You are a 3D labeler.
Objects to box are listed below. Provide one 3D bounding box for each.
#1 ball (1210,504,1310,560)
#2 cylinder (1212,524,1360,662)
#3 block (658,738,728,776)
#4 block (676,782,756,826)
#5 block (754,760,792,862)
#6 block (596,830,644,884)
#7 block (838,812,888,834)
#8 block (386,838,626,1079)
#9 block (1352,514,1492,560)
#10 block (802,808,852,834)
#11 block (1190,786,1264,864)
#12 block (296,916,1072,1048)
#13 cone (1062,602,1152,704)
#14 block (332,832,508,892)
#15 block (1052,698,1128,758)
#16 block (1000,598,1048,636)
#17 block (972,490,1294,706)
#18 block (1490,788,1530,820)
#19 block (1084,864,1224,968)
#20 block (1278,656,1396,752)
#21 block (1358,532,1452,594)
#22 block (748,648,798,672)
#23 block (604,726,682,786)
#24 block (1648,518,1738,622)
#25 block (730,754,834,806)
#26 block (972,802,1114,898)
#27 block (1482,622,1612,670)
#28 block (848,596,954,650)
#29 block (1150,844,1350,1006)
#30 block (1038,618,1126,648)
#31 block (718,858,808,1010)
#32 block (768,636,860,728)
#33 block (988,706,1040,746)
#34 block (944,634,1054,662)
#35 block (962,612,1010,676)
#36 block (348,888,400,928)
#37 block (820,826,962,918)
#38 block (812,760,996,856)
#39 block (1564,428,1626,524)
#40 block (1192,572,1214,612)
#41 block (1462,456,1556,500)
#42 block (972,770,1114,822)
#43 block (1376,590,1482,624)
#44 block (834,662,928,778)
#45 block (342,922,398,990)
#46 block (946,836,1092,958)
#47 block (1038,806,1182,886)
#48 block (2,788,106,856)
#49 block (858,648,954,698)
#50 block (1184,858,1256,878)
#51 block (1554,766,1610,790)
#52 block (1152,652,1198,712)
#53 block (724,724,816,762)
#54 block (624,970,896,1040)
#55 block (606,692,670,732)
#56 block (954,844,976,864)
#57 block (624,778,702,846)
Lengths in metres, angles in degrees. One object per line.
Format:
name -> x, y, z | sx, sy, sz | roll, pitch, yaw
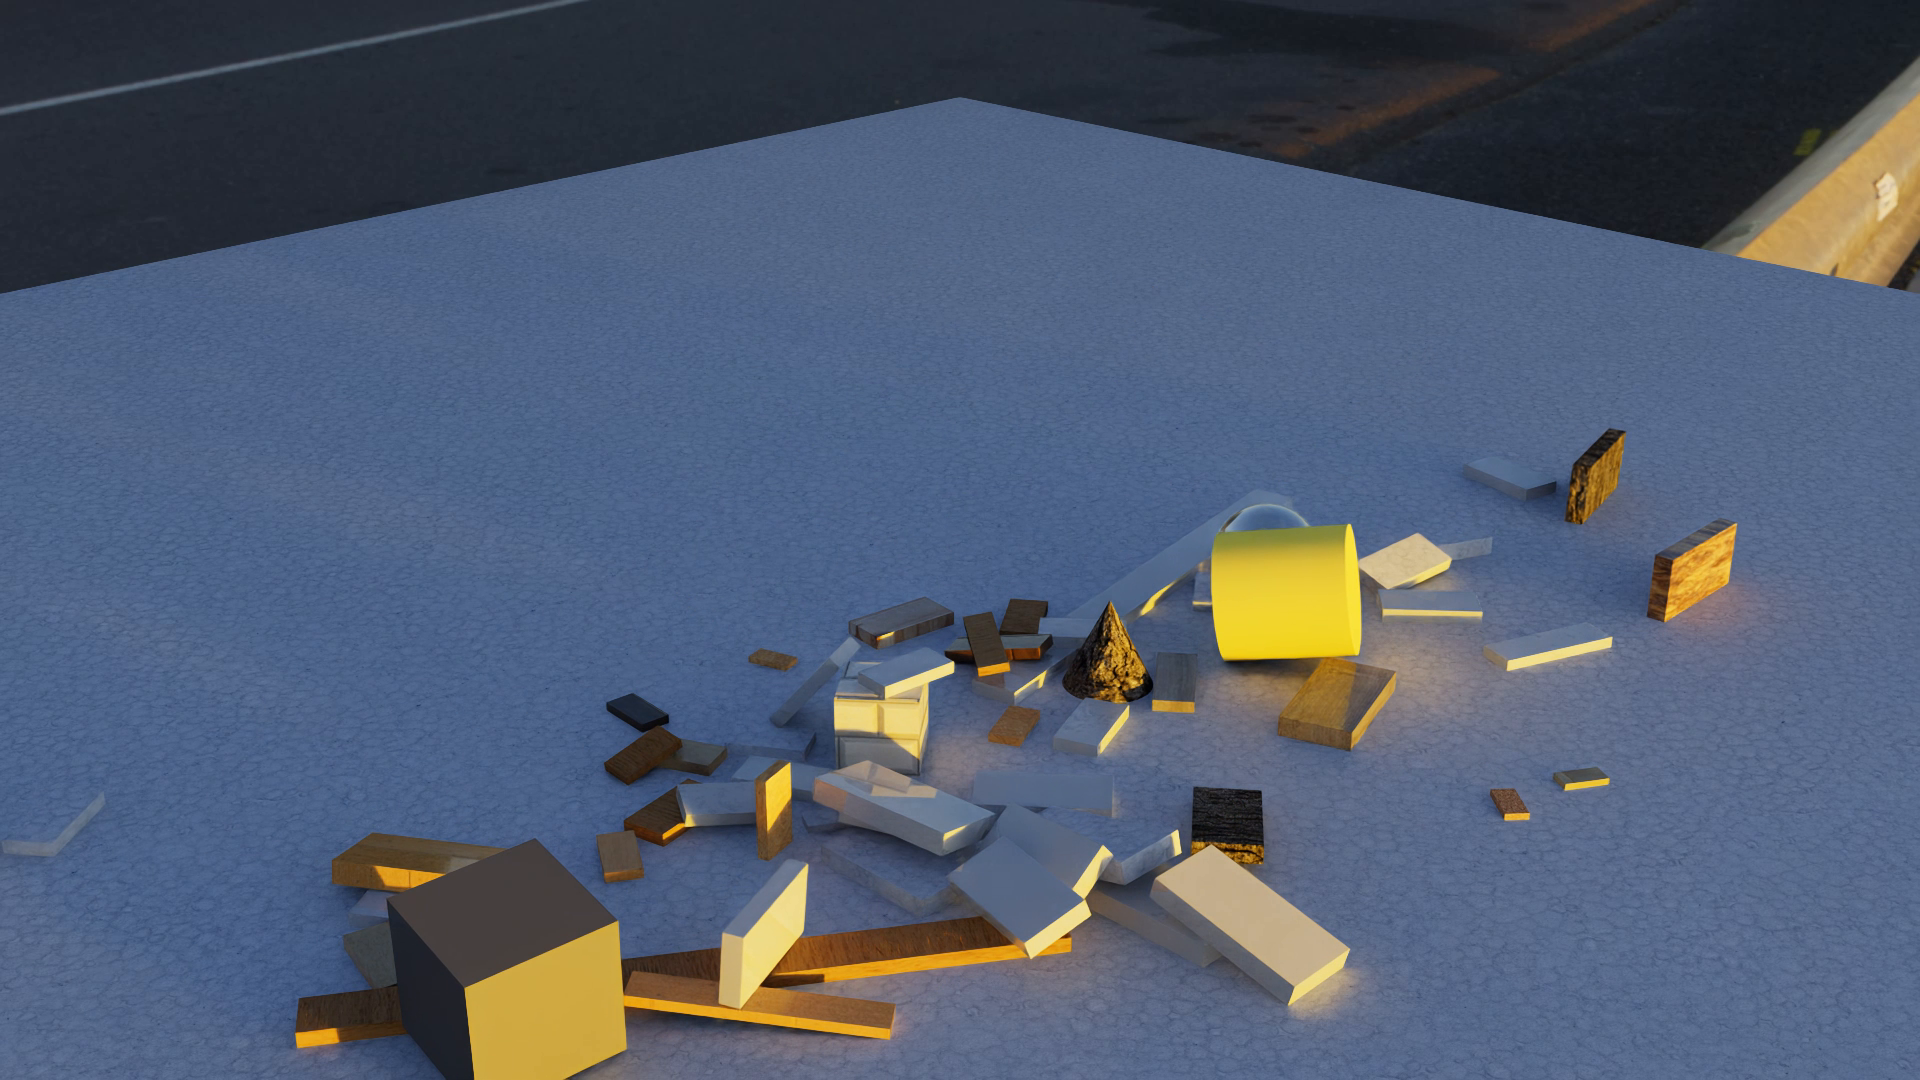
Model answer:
ball -> 0.741, 0.044, 5.317 | 0.266, 0.266, 0.266 | 0, 23, 0
cylinder -> 0.749, 0.122, 5.033 | 0.299, 0.299, 0.299 | -4, 21, 16
block -> -0.592, 0.454, 4.658 | 0.176, 0.025, 0.088 | 8, 24, 19
block -> -0.462, 0.530, 4.424 | 0.202, 0.029, 0.101 | 0, 31, -19
block -> -0.363, 0.528, 4.292 | 0.025, 0.176, 0.088 | 12, 26, 25
block -> -0.663, 0.616, 4.283 | 0.075, 0.021, 0.149 | -6, 24, -14
block -> -0.127, 0.549, 4.337 | 0.203, 0.029, 0.101 | 12, 16, 15
block -> -0.751, 0.723, 3.655 | 0.275, 0.275, 0.275 | -20, 36, -33
block -> 1.037, 0.030, 5.630 | 0.653, 0.046, 0.163 | -9, 24, -20
block -> -0.258, 0.561, 4.419 | 0.111, 0.016, 0.055 | -7, 24, -16
block -> 0.528, 0.562, 4.345 | 0.138, 0.039, 0.275 | 3, 16, 6
block -> -0.472, 0.771, 3.905 | 1.358, 0.030, 0.104 | -5, 23, -11
cone -> 0.335, 0.230, 4.955 | 0.207, 0.207, 0.207 | 0, 23, 0
block -> -1.006, 0.624, 4.191 | 0.330, 0.046, 0.164 | 5, 12, 11
block -> 0.285, 0.405, 4.769 | 0.101, 0.029, 0.202 | 9, 25, 21
block -> 0.153, 0.193, 5.272 | 0.092, 0.026, 0.184 | 4, 23, 9
block -> 0.464, 0.114, 5.450 | 0.114, 0.032, 1.399 | 15, 27, 31
block -> 1.119, 0.538, 4.476 | 0.050, 0.014, 0.101 | -2, 23, -4
block -> 0.380, 0.679, 4.101 | 0.164, 0.047, 0.328 | -21, 31, -40
block -> 0.835, 0.359, 4.855 | 0.164, 0.046, 0.328 | 11, 25, 25
block -> 1.104, 0.064, 5.500 | 0.236, 0.033, 0.118 | -22, 48, -32
block -> -0.433, 0.277, 5.090 | 0.101, 0.014, 0.050 | 12, 26, 26
block -> -0.665, 0.451, 4.616 | 0.075, 0.021, 0.149 | 27, 48, 36
block -> 1.793, 0.072, 5.383 | 0.046, 0.163, 0.327 | 21, 31, 40
block -> -0.328, 0.501, 4.543 | 0.272, 0.029, 0.101 | 8, 24, 18
block -> 0.152, 0.599, 4.150 | 0.275, 0.039, 0.138 | 18, 67, 51
block -> 1.374, 0.248, 5.143 | 0.301, 0.026, 0.090 | -10, 25, -23
block -> -0.140, 0.197, 5.254 | 0.229, 0.032, 0.114 | -17, 28, -35
block -> 0.521, 0.690, 3.969 | 0.164, 0.047, 0.329 | -22, 46, -41
block -> 0.285, 0.218, 5.126 | 0.202, 0.029, 0.101 | 2, 23, 5
block -> -0.344, 0.688, 3.863 | 0.040, 0.141, 0.282 | 11, 22, 16
block -> -0.315, 0.310, 4.780 | 0.032, 0.229, 0.114 | 45, 30, 0
block -> 0.119, 0.404, 4.783 | 0.070, 0.020, 0.140 | 8, 24, 19
block -> 0.089, 0.248, 5.077 | 0.234, 0.026, 0.091 | -3, 18, 24
block -> 0.059, 0.236, 5.054 | 0.070, 0.020, 0.382 | -11, 16, -2
block -> -1.022, 0.692, 4.094 | 0.200, 0.028, 0.100 | 5, 23, 11
block -> -0.121, 0.629, 4.228 | 0.282, 0.040, 0.141 | 21, 31, 40
block -> -0.111, 0.521, 4.302 | 0.328, 0.046, 0.164 | 18, 18, 34
block -> 1.723, -0.174, 5.961 | 0.046, 0.163, 0.327 | 15, 27, 28
block -> 0.624, 0.129, 5.424 | 0.091, 0.026, 0.183 | 3, 23, 7
block -> 1.529, -0.173, 6.125 | 0.118, 0.033, 0.236 | -15, 27, -31
block -> 0.169, 0.525, 4.473 | 0.282, 0.040, 0.141 | 2, 23, 4
block -> 1.138, 0.162, 5.337 | 0.236, 0.033, 0.118 | 1, 23, 3
block -> -0.164, 0.378, 4.645 | 0.177, 0.177, 0.177 | 2, 23, 5
block -> -1.026, 0.754, 3.948 | 0.100, 0.028, 0.200 | -14, 27, -30
block -> 0.105, 0.652, 4.037 | 0.138, 0.039, 0.275 | -32, 32, -18
block -> 0.244, 0.584, 4.228 | 0.164, 0.047, 0.329 | -22, 18, -41
block -> -1.810, 0.563, 4.397 | 0.104, 0.030, 0.209 | 3, 23, 7
block -> -0.113, 0.278, 4.621 | 0.184, 0.026, 0.092 | -18, 29, -37
block -> 0.511, 0.652, 4.191 | 0.090, 0.026, 0.181 | -10, 25, -23
block -> 1.292, 0.496, 4.573 | 0.101, 0.014, 0.050 | -6, 24, -13
block -> 0.487, 0.320, 4.972 | 0.092, 0.026, 0.245 | 3, 23, 7
block -> -0.406, 0.433, 4.708 | 0.176, 0.025, 0.088 | 5, 23, 11
block -> -0.346, 0.802, 3.797 | 0.464, 0.021, 0.075 | 6, 23, 4
block -> -0.710, 0.380, 4.841 | 0.070, 0.020, 0.140 | -19, 29, -38
block -> 0.012, 0.607, 4.262 | 0.016, 0.055, 0.111 | -35, 21, 11
block -> -0.572, 0.548, 4.432 | 0.101, 0.029, 0.202 | 14, 27, 30
